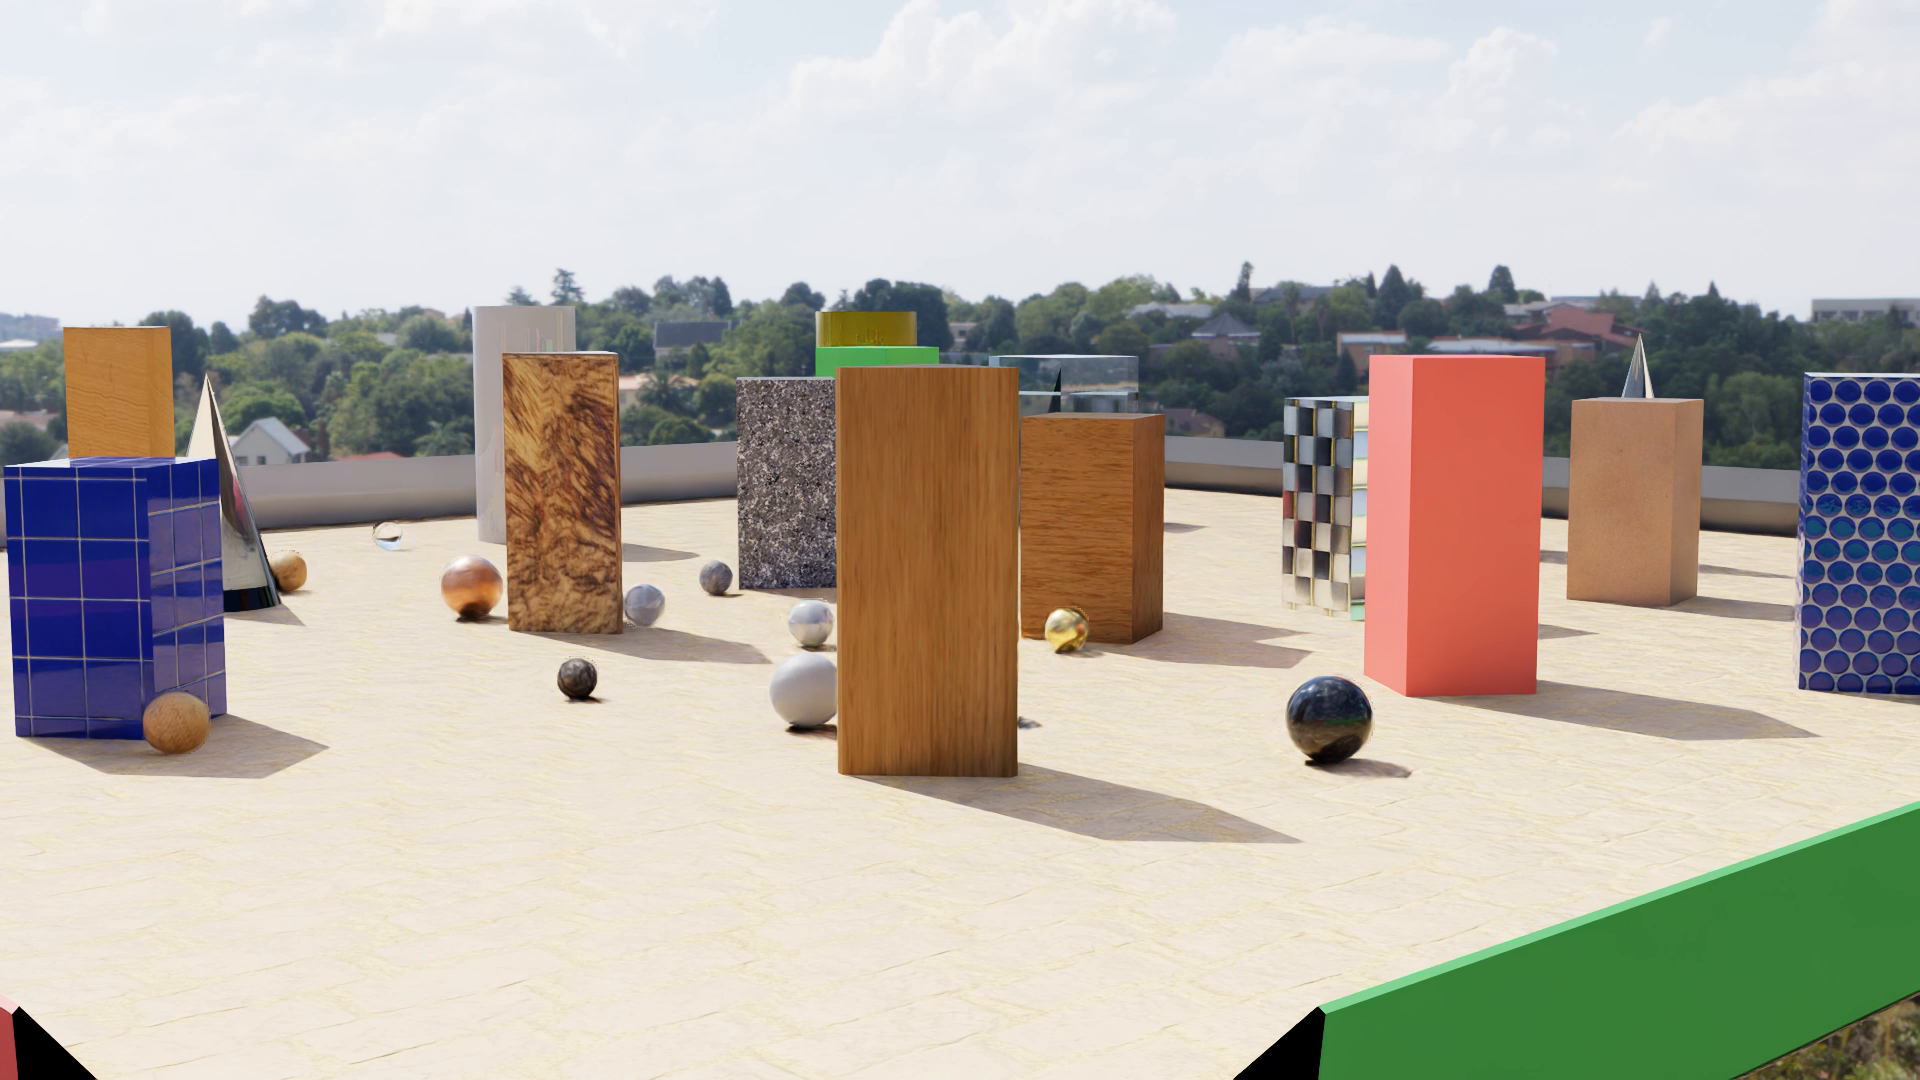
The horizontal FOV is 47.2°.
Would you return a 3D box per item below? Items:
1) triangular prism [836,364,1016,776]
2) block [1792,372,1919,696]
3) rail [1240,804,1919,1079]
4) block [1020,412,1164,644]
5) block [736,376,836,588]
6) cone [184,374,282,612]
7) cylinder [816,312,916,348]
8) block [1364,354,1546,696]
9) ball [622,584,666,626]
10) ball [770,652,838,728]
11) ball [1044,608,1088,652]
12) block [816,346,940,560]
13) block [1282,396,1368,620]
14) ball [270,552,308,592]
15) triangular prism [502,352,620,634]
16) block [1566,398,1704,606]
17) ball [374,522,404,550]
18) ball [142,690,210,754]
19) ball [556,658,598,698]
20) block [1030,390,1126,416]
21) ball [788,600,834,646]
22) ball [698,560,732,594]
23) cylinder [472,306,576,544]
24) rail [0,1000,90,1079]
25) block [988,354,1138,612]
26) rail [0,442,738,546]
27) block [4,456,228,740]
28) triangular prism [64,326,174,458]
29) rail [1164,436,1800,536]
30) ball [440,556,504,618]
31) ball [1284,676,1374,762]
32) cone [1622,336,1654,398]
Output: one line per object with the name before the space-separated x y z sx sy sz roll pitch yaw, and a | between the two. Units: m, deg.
triangular prism | -0.026 0.024 2.164 0.170 0.391 0.147 0 6 4
block | 1.087 -0.012 2.621 0.157 0.368 0.157 2 6 18
rail | 1.226 0.171 2.011 3.805 0.128 0.045 -5 8 -42
block | 0.183 -0.020 3.021 0.157 0.301 0.157 2 6 20
block | -0.284 -0.097 3.591 0.157 0.334 0.157 -1 6 -5
cone | -1.130 -0.076 3.317 0.197 0.350 0.197 0 6 0
cylinder | -0.182 -0.224 4.293 0.197 0.442 0.197 0 6 0
block | 0.583 -0.022 2.608 0.157 0.390 0.157 -1 6 -7
ball | -0.436 0.090 3.037 0.060 0.060 0.060 0 6 0
ball | -0.163 0.161 2.349 0.081 0.081 0.081 0 6 0
ball | 0.139 0.117 2.873 0.058 0.058 0.058 0 6 0
block | -0.147 -0.156 3.943 0.157 0.379 0.157 4 7 35
block | 0.590 -0.052 3.257 0.157 0.314 0.157 -4 7 -31
ball | -1.067 0.051 3.488 0.062 0.062 0.062 0 6 0
triangular prism | -0.531 -0.071 3.102 0.170 0.386 0.147 2 6 14
block | 1.045 -0.063 3.403 0.157 0.307 0.157 4 7 33
ball | -1.063 -0.007 4.088 0.053 0.053 0.053 0 6 0
ball | -0.788 0.184 2.210 0.064 0.064 0.064 0 6 0
ball | -0.440 0.159 2.527 0.047 0.047 0.047 0 6 0
block | 0.250 -0.179 4.674 0.157 0.272 0.157 3 7 24
ball | -0.198 0.110 2.921 0.063 0.063 0.063 0 6 0
ball | -0.384 0.059 3.455 0.053 0.053 0.053 0 6 0
cylinder | -0.843 -0.227 4.275 0.197 0.452 0.197 0 6 0
rail | -1.381 0.166 2.065 0.045 0.128 3.662 -5 8 -42
block | 0.154 -0.086 3.285 0.157 0.376 0.157 -5 8 -40
rail | -1.226 -0.105 4.653 3.805 0.128 0.045 -5 8 -42
block | -0.901 0.058 2.357 0.157 0.283 0.157 1 6 8
triangular prism | -1.336 -0.139 3.594 0.170 0.417 0.147 2 6 20
rail | 1.381 -0.099 4.599 0.045 0.128 3.662 -5 8 -42
ball | -0.708 0.068 3.194 0.089 0.089 0.089 0 6 0
ball | 0.364 0.176 2.171 0.086 0.086 0.086 0 6 0
cone | 1.190 -0.161 3.869 0.197 0.405 0.197 0 6 0
